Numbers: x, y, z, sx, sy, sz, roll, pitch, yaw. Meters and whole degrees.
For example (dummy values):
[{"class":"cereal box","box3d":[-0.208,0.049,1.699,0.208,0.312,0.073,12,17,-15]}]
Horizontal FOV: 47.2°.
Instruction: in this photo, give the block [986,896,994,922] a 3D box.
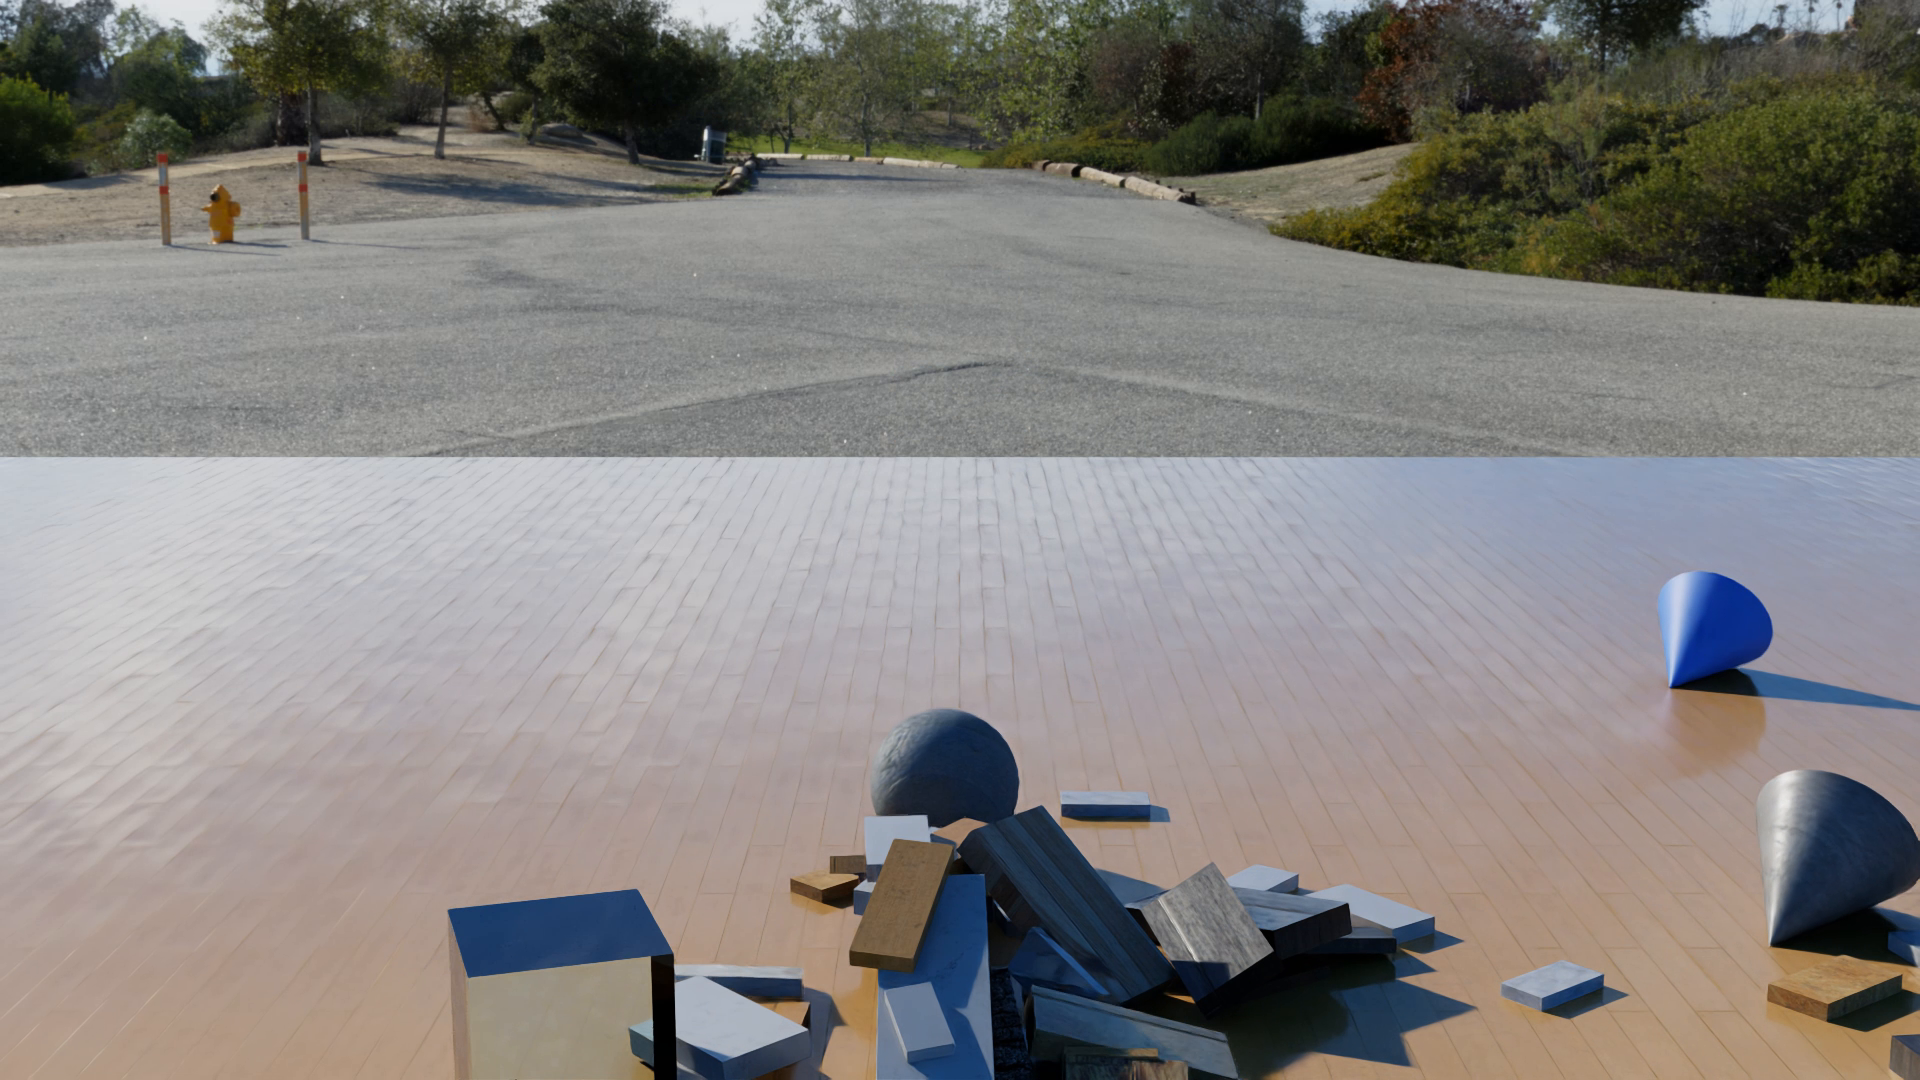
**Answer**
[{"class":"block","box3d":[-0.023,0.573,3.404,0.136,0.039,0.273,0,-10,-2]}]

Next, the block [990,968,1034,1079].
[{"class":"block","box3d":[0.002,0.666,2.745,0.166,0.047,0.332,-4,28,-7]}]

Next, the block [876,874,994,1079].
[{"class":"block","box3d":[-0.033,0.577,2.818,0.143,0.040,0.432,-1,28,-1]}]

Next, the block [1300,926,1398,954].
[{"class":"block","box3d":[0.579,0.617,3.390,0.165,0.023,0.082,2,2,-15]}]

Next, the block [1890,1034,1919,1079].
[{"class":"block","box3d":[1.378,0.739,2.740,0.166,0.047,0.517,-1,11,-8]}]

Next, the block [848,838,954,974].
[{"class":"block","box3d":[-0.075,0.484,2.925,0.085,0.024,0.248,5,29,11]}]

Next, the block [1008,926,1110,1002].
[{"class":"block","box3d":[0.137,0.626,3.115,0.022,0.076,0.153,14,20,-49]}]

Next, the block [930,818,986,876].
[{"class":"block","box3d":[-0.012,0.467,3.307,0.095,0.027,0.191,10,17,36]}]

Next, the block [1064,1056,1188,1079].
[{"class":"block","box3d":[0.202,0.727,2.627,0.152,0.043,0.303,3,22,1]}]

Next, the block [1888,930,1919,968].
[{"class":"block","box3d":[1.508,0.638,3.334,0.096,0.027,0.193,-2,11,-10]}]

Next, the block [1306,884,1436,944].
[{"class":"block","box3d":[0.657,0.601,3.536,0.096,0.027,0.193,-8,13,-35]}]

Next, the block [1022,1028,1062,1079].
[{"class":"block","box3d":[0.178,0.713,2.826,0.152,0.043,0.303,-2,15,-9]}]

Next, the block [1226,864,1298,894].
[{"class":"block","box3d":[0.486,0.580,3.661,0.082,0.023,0.165,8,13,38]}]

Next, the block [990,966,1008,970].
[{"class":"block","box3d":[-0.012,0.643,3.060,0.166,0.047,0.332,0,-2,0]}]

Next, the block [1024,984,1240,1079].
[{"class":"block","box3d":[0.220,0.655,2.855,0.268,0.038,0.134,15,12,-4]}]

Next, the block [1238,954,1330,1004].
[{"class":"block","box3d":[0.461,0.651,3.283,0.179,0.021,0.074,-7,13,-34]}]

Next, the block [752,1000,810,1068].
[{"class":"block","box3d":[-0.264,0.689,3.073,0.085,0.024,0.169,1,11,5]}]

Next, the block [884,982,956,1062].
[{"class":"block","box3d":[-0.050,0.596,2.722,0.060,0.017,0.120,-8,29,-13]}]

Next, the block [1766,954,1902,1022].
[{"class":"block","box3d":[1.286,0.657,3.231,0.193,0.027,0.096,-8,13,-36]}]

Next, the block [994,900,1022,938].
[{"class":"block","box3d":[0.160,0.601,3.534,0.197,0.027,0.095,-2,11,-12]}]

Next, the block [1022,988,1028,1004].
[{"class":"block","box3d":[0.137,0.631,3.313,0.076,0.022,0.276,-22,8,8]}]

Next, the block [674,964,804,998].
[{"class":"block","box3d":[-0.327,0.645,3.222,0.191,0.027,0.095,2,-2,-2]}]

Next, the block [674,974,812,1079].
[{"class":"block","box3d":[-0.340,0.670,3.014,0.134,0.038,0.293,-13,13,-35]}]

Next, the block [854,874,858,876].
[{"class":"block","box3d":[-0.091,0.547,3.651,0.080,0.023,0.159,-15,-20,43]}]

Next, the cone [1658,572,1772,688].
[{"class":"cone","box3d":[1.699,0.262,5.101,0.272,0.272,0.272,9,40,39]}]

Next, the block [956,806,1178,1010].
[{"class":"block","box3d":[0.158,0.548,3.234,0.166,0.047,0.331,-12,54,-48]}]

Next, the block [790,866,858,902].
[{"class":"block","box3d":[-0.199,0.572,3.705,0.159,0.023,0.080,-10,15,-44]}]

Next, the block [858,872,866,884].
[{"class":"block","box3d":[-0.088,0.550,3.494,0.136,0.039,0.273,-1,-10,-1]}]

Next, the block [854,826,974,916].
[{"class":"block","box3d":[-0.038,0.503,3.298,0.136,0.039,0.273,6,15,23]}]

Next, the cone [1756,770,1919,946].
[{"class":"cone","box3d":[1.346,0.558,3.505,0.272,0.272,0.272,10,41,43]}]

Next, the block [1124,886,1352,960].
[{"class":"block","box3d":[0.423,0.586,3.398,0.166,0.047,0.331,-11,5,-38]}]

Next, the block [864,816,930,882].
[{"class":"block","box3d":[-0.092,0.454,3.247,0.095,0.027,0.191,-1,14,-3]}]

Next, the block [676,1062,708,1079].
[{"class":"block","box3d":[-0.356,0.696,3.052,0.060,0.017,0.320,0,11,-2]}]

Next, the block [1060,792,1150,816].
[{"class":"block","box3d":[0.271,0.494,4.120,0.165,0.023,0.082,0,11,1]}]

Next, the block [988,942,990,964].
[{"class":"block","box3d":[-0.008,0.610,3.218,0.102,0.029,0.203,0,-7,1]}]

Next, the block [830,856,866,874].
[{"class":"block","box3d":[-0.106,0.514,3.478,0.095,0.027,0.191,-9,-13,39]}]

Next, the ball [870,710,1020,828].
[{"class":"ball","box3d":[-0.027,0.426,3.835,0.261,0.261,0.261,0,11,0]}]

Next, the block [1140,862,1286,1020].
[{"class":"block","box3d":[0.370,0.588,3.248,0.134,0.038,0.268,-34,24,0]}]

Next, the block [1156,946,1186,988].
[{"class":"block","box3d":[0.268,0.641,3.318,0.191,0.027,0.095,1,11,7]}]

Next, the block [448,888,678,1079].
[{"class":"block","box3d":[-0.512,0.620,2.821,0.250,0.250,0.250,-3,11,-18]}]

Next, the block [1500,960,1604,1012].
[{"class":"block","box3d":[0.875,0.658,3.248,0.148,0.021,0.074,-8,13,-38]}]

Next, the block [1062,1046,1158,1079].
[{"class":"block","box3d":[0.190,0.671,2.778,0.120,0.060,0.017,1,22,2]}]
